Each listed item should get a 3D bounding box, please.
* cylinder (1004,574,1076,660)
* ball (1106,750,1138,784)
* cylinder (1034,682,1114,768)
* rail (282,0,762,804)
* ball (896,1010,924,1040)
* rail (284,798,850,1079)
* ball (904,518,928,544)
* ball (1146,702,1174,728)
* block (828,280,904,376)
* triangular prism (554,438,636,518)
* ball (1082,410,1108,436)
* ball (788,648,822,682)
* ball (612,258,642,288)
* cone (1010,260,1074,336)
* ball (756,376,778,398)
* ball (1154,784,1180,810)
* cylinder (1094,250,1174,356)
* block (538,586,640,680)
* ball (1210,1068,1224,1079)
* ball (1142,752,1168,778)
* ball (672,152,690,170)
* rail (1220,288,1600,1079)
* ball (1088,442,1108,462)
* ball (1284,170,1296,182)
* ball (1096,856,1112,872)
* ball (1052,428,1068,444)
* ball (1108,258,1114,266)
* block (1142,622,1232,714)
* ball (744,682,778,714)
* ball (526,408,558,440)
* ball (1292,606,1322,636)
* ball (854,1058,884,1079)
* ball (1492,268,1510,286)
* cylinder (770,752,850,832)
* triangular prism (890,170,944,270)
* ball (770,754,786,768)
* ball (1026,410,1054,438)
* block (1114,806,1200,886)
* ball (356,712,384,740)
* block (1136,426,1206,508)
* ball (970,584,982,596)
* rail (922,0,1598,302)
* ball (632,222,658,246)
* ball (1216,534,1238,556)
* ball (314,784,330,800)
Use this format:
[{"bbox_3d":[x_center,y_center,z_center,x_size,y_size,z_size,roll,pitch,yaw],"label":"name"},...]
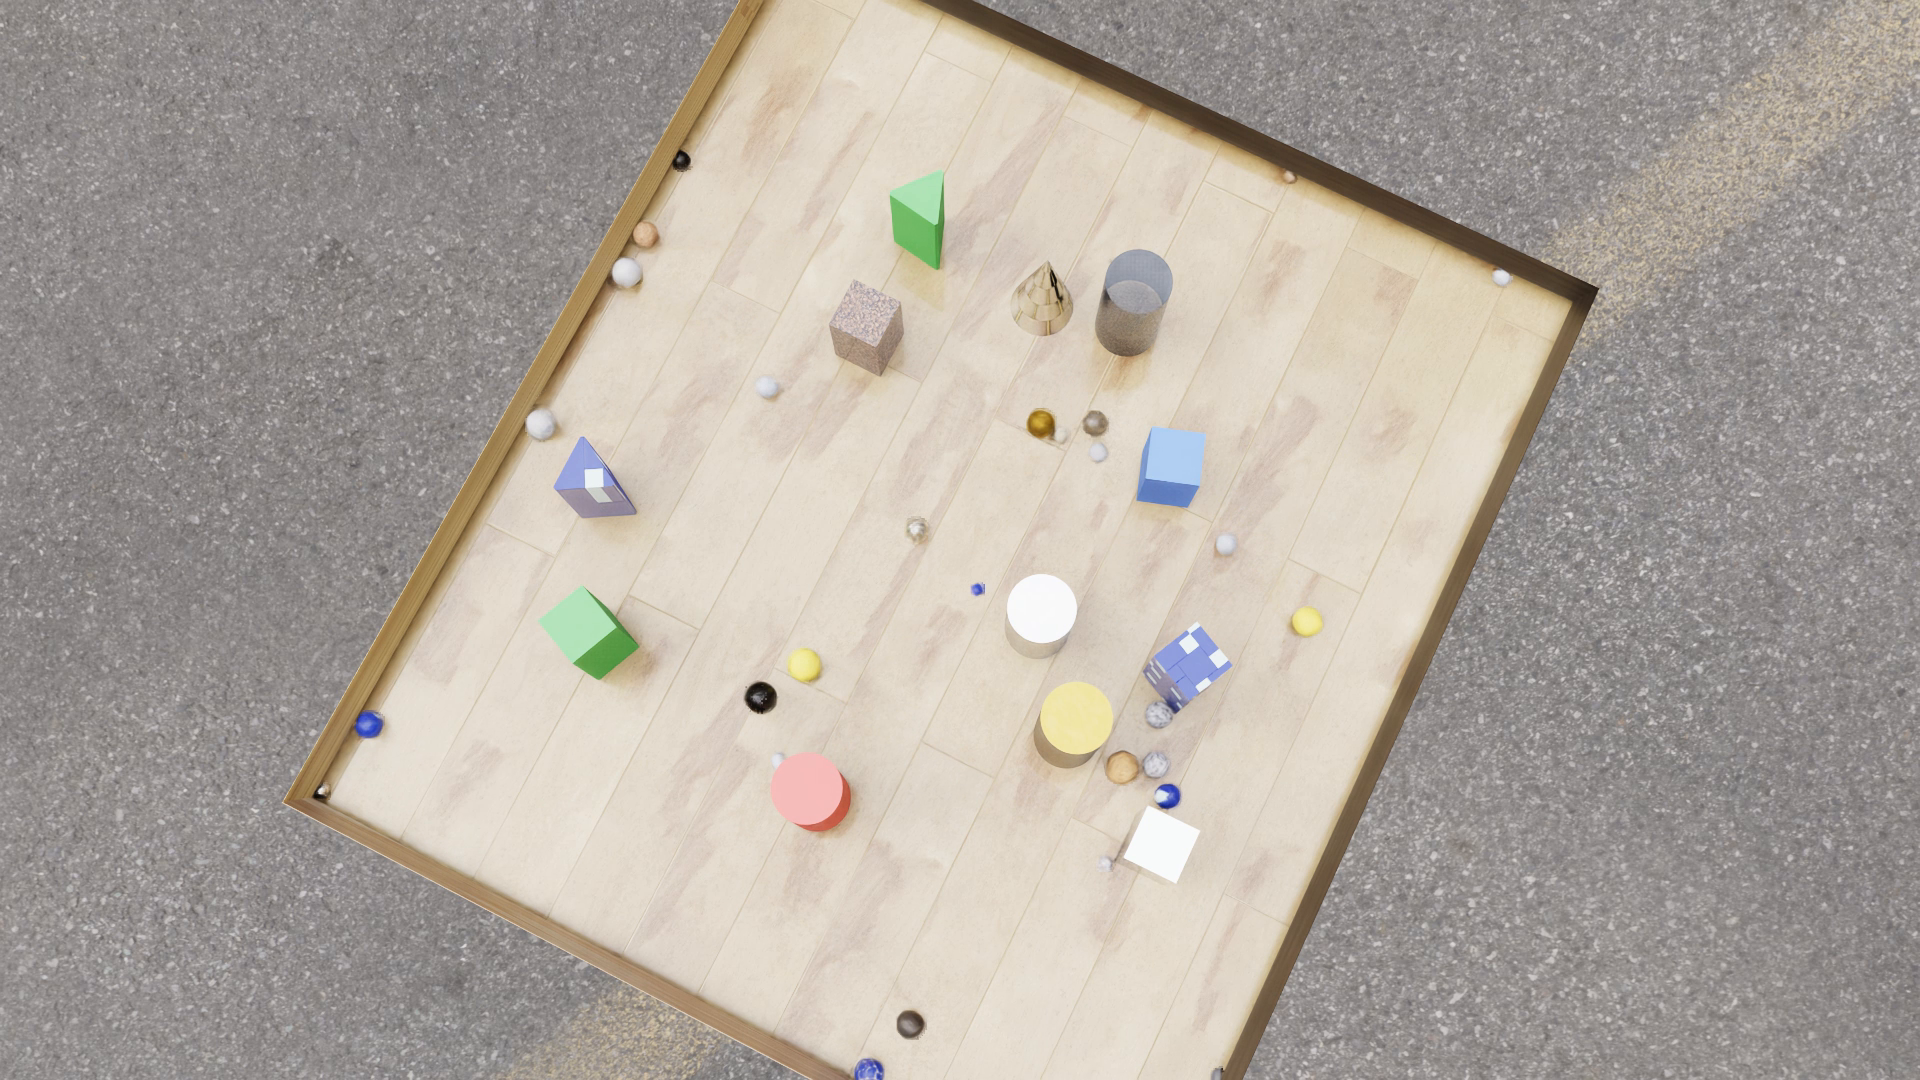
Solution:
[{"bbox_3d":[0.234,0.229,5.397,0.199,0.337,0.199,0,78,0],"label":"cylinder"},{"bbox_3d":[0.481,0.673,5.427,0.098,0.098,0.098,0,78,0],"label":"ball"},{"bbox_3d":[0.320,0.536,5.255,0.199,0.490,0.199,0,78,0],"label":"cylinder"},{"bbox_3d":[-1.241,-0.601,5.674,0.045,0.129,3.170,26,80,5],"label":"rail"},{"bbox_3d":[-0.145,1.397,5.285,0.082,0.082,0.082,0,78,0],"label":"ball"},{"bbox_3d":[-0.698,1.374,5.265,2.823,0.129,0.045,26,80,5],"label":"rail"},{"bbox_3d":[-0.134,-0.026,5.584,0.076,0.076,0.076,0,78,0],"label":"ball"},{"bbox_3d":[0.594,0.522,5.467,0.082,0.082,0.082,0,78,0],"label":"ball"},{"bbox_3d":[-0.283,-0.644,5.595,0.159,0.304,0.159,27,80,5],"label":"block"},{"bbox_3d":[-1.085,-0.187,5.460,0.172,0.383,0.149,-4,78,-1],"label":"triangular prism"},{"bbox_3d":[0.416,-0.360,5.650,0.081,0.081,0.081,0,78,0],"label":"ball"},{"bbox_3d":[-0.465,0.376,5.488,0.100,0.100,0.100,0,78,0],"label":"ball"},{"bbox_3d":[-1.045,-0.837,5.743,0.092,0.092,0.092,0,78,0],"label":"ball"},{"bbox_3d":[0.258,-0.779,5.567,0.199,0.413,0.199,0,78,0],"label":"cone"},{"bbox_3d":[-0.596,-0.473,5.680,0.069,0.069,0.069,0,78,0],"label":"ball"},{"bbox_3d":[0.613,0.758,5.421,0.077,0.077,0.077,0,78,0],"label":"ball"},{"bbox_3d":[0.523,-0.713,5.552,0.199,0.416,0.199,0,78,0],"label":"cylinder"},{"bbox_3d":[-1.082,0.276,5.364,0.159,0.383,0.159,-40,81,-8],"label":"block"},{"bbox_3d":[0.744,1.545,5.273,0.046,0.046,0.046,0,78,0],"label":"ball"},{"bbox_3d":[0.580,0.668,5.438,0.079,0.079,0.079,0,78,0],"label":"ball"},{"bbox_3d":[-0.887,-1.208,5.837,0.059,0.059,0.059,0,78,0],"label":"ball"},{"bbox_3d":[1.241,0.615,5.422,0.045,0.129,3.170,26,80,5],"label":"rail"},{"bbox_3d":[0.426,-0.271,5.642,0.060,0.060,0.060,0,78,0],"label":"ball"},{"bbox_3d":[1.050,-1.159,5.836,0.041,0.041,0.041,0,78,0],"label":"ball"},{"bbox_3d":[0.426,0.952,5.396,0.047,0.047,0.047,0,78,0],"label":"ball"},{"bbox_3d":[0.311,-0.322,5.658,0.050,0.050,0.050,0,78,0],"label":"ball"},{"bbox_3d":[0.487,-0.870,5.775,0.042,0.042,0.042,0,78,0],"label":"ball"},{"bbox_3d":[0.660,0.378,5.355,0.159,0.359,0.159,-37,81,-7],"label":"block"},{"bbox_3d":[-0.593,0.471,5.469,0.098,0.098,0.098,0,78,0],"label":"ball"},{"bbox_3d":[-1.287,-0.357,5.642,0.095,0.095,0.095,0,78,0],"label":"ball"},{"bbox_3d":[1.047,0.244,5.521,0.088,0.088,0.088,0,78,0],"label":"ball"},{"bbox_3d":[-0.262,1.527,5.258,0.084,0.084,0.084,0,78,0],"label":"ball"},{"bbox_3d":[1.701,-0.826,5.760,0.055,0.055,0.055,0,78,0],"label":"ball"},{"bbox_3d":[-0.424,0.728,5.262,0.199,0.400,0.199,0,78,0],"label":"cylinder"},{"bbox_3d":[-0.096,-1.002,5.627,0.172,0.385,0.149,35,80,7],"label":"triangular prism"},{"bbox_3d":[-0.540,0.659,5.456,0.048,0.048,0.048,0,78,0],"label":"ball"},{"bbox_3d":[0.249,-0.357,5.646,0.088,0.088,0.088,0,78,0],"label":"ball"},{"bbox_3d":[0.562,0.881,5.263,0.159,0.336,0.159,26,79,5],"label":"block"},{"bbox_3d":[-1.761,0.553,5.462,0.079,0.079,0.079,0,78,0],"label":"ball"},{"bbox_3d":[0.633,-0.217,5.512,0.159,0.293,0.159,8,78,2],"label":"block"},{"bbox_3d":[0.050,0.151,5.565,0.040,0.040,0.040,0,78,0],"label":"ball"},{"bbox_3d":[0.698,-1.360,5.831,2.823,0.129,0.045,26,80,5],"label":"rail"},{"bbox_3d":[-0.992,-0.964,5.776,0.079,0.079,0.079,0,78,0],"label":"ball"},{"bbox_3d":[0.811,0.015,5.580,0.066,0.066,0.066,0,78,0],"label":"ball"},{"bbox_3d":[-1.897,0.745,5.438,0.047,0.047,0.047,0,78,0],"label":"ball"}]
